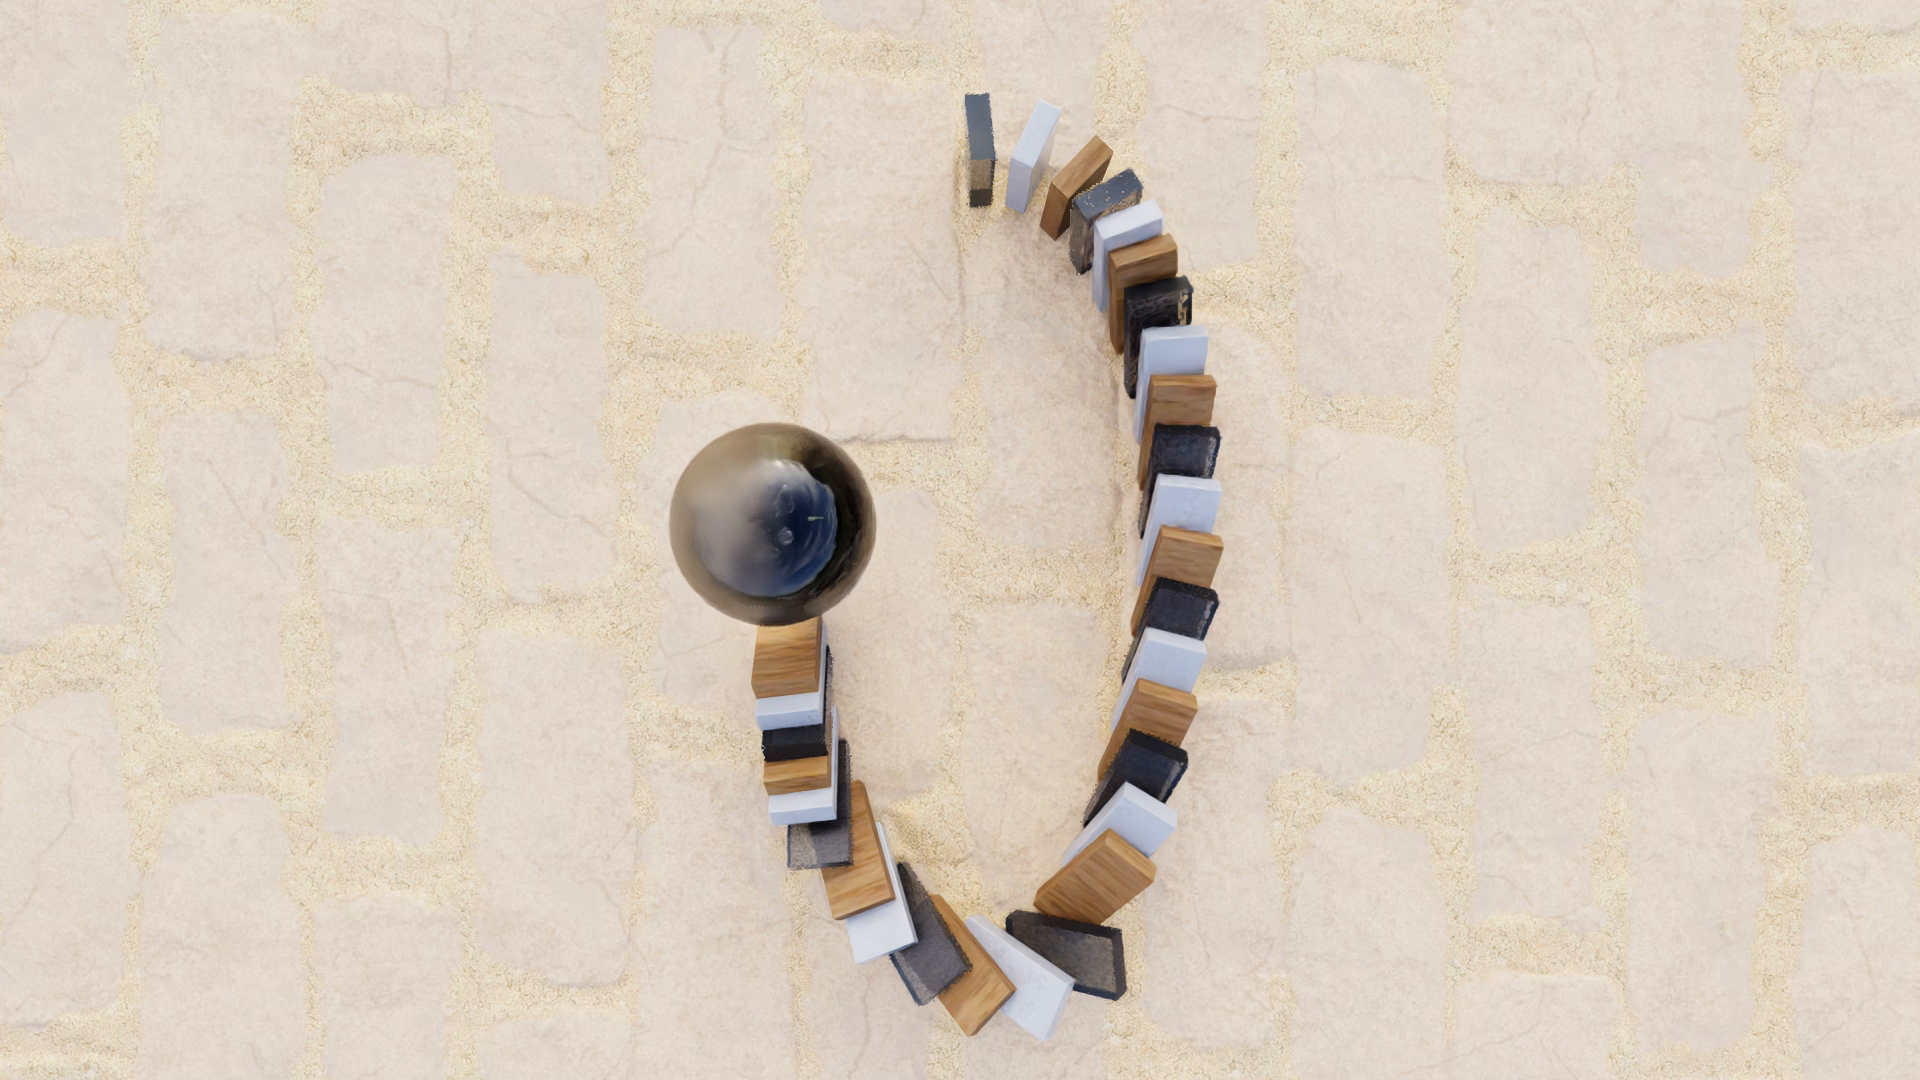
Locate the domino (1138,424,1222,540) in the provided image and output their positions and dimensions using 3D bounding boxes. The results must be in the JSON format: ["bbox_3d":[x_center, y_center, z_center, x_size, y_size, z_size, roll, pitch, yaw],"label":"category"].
[{"bbox_3d":[0.091,-0.023,0.382,0.025,0.010,0.050,3,123,0],"label":"domino"}]

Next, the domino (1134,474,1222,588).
[{"bbox_3d":[0.091,-0.002,0.383,0.025,0.010,0.050,6,121,0],"label":"domino"}]

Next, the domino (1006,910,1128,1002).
[{"bbox_3d":[0.044,0.172,0.382,0.050,0.010,0.025,-5,91,35],"label":"domino"}]

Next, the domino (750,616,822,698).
[{"bbox_3d":[-0.071,0.041,0.378,0.025,0.050,0.009,-7,132,0],"label":"domino"}]

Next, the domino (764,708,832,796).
[{"bbox_3d":[-0.066,0.080,0.378,0.025,0.050,0.010,-8,132,-1],"label":"domino"}]

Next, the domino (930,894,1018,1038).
[{"bbox_3d":[-0.003,0.177,0.383,0.025,0.010,0.050,-48,60,0],"label":"domino"}]

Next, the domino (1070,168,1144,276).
[{"bbox_3d":[0.059,-0.129,0.375,0.025,0.050,0.009,-30,81,0],"label":"domino"}]

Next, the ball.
[{"bbox_3d":[-0.073,-0.006,0.360,0.080,0.080,0.080,0,90,0],"label":"ball"}]

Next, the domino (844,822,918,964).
[{"bbox_3d":[-0.037,0.148,0.384,0.025,0.009,0.050,-21,62,0],"label":"domino"}]

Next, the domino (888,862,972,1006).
[{"bbox_3d":[-0.020,0.164,0.384,0.025,0.009,0.050,-39,61,0],"label":"domino"}]

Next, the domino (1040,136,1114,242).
[{"bbox_3d":[0.047,-0.143,0.375,0.009,0.050,0.025,44,90,0],"label":"domino"}]

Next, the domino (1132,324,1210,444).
[{"bbox_3d":[0.087,-0.064,0.380,0.025,0.010,0.050,-4,132,0],"label":"domino"}]

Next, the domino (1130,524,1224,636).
[{"bbox_3d":[0.090,0.020,0.384,0.025,0.010,0.050,11,119,0],"label":"domino"}]

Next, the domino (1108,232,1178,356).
[{"bbox_3d":[0.075,-0.100,0.376,0.025,0.050,0.009,-17,58,0],"label":"domino"}]

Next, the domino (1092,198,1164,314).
[{"bbox_3d":[0.068,-0.115,0.375,0.025,0.050,0.009,-20,69,0],"label":"domino"}]

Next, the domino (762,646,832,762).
[{"bbox_3d":[-0.066,0.067,0.378,0.025,0.050,0.009,-7,132,0],"label":"domino"}]

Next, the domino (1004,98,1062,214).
[{"bbox_3d":[0.029,-0.155,0.375,0.009,0.050,0.025,26,90,0],"label":"domino"}]

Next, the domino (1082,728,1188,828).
[{"bbox_3d":[0.073,0.105,0.384,0.025,0.010,0.050,22,118,0],"label":"domino"}]

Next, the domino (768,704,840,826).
[{"bbox_3d":[-0.064,0.092,0.378,0.025,0.050,0.010,-7,132,0],"label":"domino"}]

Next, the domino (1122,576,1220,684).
[{"bbox_3d":[0.087,0.041,0.384,0.025,0.009,0.050,14,118,0],"label":"domino"}]

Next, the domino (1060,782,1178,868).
[{"bbox_3d":[0.066,0.126,0.384,0.025,0.009,0.050,31,119,0],"label":"domino"}]

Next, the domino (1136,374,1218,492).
[{"bbox_3d":[0.089,-0.044,0.381,0.025,0.009,0.050,0,126,0],"label":"domino"}]

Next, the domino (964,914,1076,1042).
[{"bbox_3d":[0.021,0.182,0.383,0.050,0.010,0.025,23,91,31],"label":"domino"}]

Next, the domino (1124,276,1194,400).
[{"bbox_3d":[0.081,-0.083,0.378,0.025,0.050,0.009,-12,48,0],"label":"domino"}]

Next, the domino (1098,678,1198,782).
[{"bbox_3d":[0.078,0.084,0.384,0.025,0.009,0.050,17,117,0],"label":"domino"}]

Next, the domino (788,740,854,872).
[{"bbox_3d":[-0.059,0.110,0.384,0.025,0.010,0.050,-6,61,1],"label":"domino"}]

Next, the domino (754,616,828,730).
[{"bbox_3d":[-0.069,0.054,0.378,0.025,0.050,0.010,-7,132,0],"label":"domino"}]

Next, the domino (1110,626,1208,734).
[{"bbox_3d":[0.083,0.062,0.384,0.025,0.009,0.050,14,117,0],"label":"domino"}]

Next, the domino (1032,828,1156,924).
[{"bbox_3d":[0.056,0.145,0.384,0.025,0.010,0.050,38,118,0],"label":"domino"}]

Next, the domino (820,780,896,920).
[{"bbox_3d":[-0.046,0.129,0.384,0.025,0.009,0.050,-21,62,0],"label":"domino"}]

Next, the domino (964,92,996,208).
[{"bbox_3d":[0.008,-0.158,0.375,0.009,0.050,0.025,-6,90,0],"label":"domino"}]
